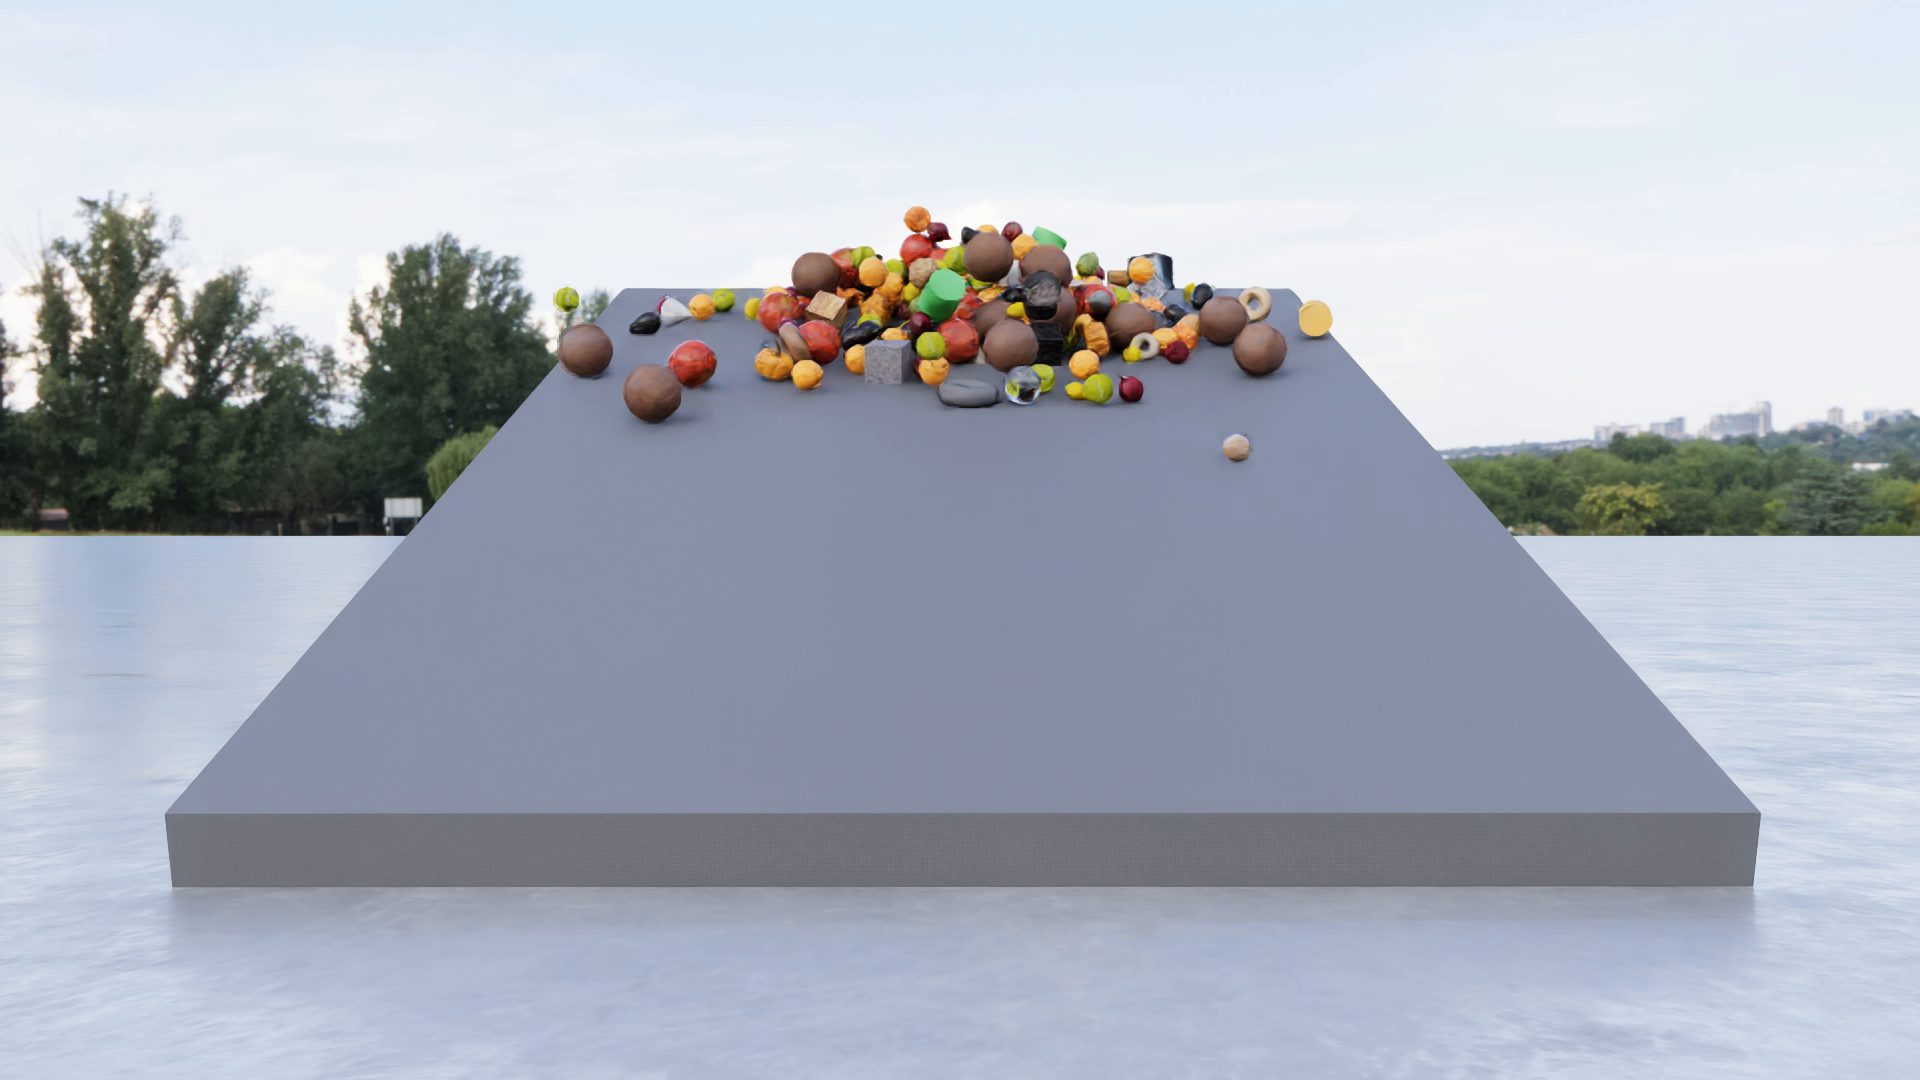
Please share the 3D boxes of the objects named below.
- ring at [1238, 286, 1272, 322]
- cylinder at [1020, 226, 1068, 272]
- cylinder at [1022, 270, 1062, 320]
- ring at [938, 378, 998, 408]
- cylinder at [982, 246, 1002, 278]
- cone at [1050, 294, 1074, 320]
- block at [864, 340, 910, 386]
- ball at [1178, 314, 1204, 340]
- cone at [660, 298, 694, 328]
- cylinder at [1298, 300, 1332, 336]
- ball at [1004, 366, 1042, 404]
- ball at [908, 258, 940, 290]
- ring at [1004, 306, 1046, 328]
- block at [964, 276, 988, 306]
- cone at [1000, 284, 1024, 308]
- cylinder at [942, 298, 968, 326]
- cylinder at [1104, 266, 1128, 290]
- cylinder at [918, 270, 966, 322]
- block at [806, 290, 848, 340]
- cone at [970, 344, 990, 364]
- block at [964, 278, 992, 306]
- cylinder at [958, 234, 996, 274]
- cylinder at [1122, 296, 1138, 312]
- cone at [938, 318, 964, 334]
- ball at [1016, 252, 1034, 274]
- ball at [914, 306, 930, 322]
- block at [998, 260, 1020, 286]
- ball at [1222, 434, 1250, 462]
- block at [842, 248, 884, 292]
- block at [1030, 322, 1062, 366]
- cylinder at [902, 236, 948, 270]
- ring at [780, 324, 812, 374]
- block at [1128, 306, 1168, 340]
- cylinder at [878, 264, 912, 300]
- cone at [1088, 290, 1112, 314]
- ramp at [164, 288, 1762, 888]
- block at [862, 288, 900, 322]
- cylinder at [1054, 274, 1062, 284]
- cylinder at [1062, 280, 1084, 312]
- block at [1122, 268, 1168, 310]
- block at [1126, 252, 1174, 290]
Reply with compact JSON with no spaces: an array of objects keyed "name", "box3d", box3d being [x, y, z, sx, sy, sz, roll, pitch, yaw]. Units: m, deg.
[{"name":"ring","box3d":[0.807,-0.644,6.034,0.100,0.100,0.033,0,5,36]},{"name":"cylinder","box3d":[0.229,-0.790,6.032,0.098,0.098,0.098,26,-2,1]},{"name":"cylinder","box3d":[0.200,-0.595,5.380,0.094,0.094,0.094,0,-15,1]},{"name":"ring","box3d":[0.019,-0.337,5.062,0.141,0.047,0.141,2,16,-1]},{"name":"cylinder","box3d":[0.079,-0.812,6.420,0.079,0.079,0.079,0,-6,15]},{"name":"cone","box3d":[0.278,-0.658,6.130,0.080,0.080,0.080,0,16,0]},{"name":"block","box3d":[-0.174,-0.427,5.297,0.091,0.091,0.091,4,16,13]},{"name":"ball","box3d":[0.608,-0.559,5.798,0.070,0.070,0.070,0,0,0]},{"name":"cone","box3d":[-0.689,-0.561,5.474,0.075,0.075,0.075,10,5,33]},{"name":"cylinder","box3d":[0.941,-0.589,5.845,0.087,0.087,0.087,0,13,7]},{"name":"ball","box3d":[0.143,-0.353,5.028,0.088,0.088,0.088,0,0,0]},{"name":"ball","box3d":[-0.093,-0.705,5.842,0.087,0.087,0.087,0,0,0]},{"name":"ring","box3d":[0.178,-0.610,6.014,0.122,0.041,0.122,8,19,-3]},{"name":"block","box3d":[0.042,-0.698,6.163,0.051,0.051,0.051,38,-9,18]},{"name":"cone","box3d":[0.180,-0.680,6.134,0.095,0.095,0.095,6,4,41]},{"name":"cylinder","box3d":[-0.018,-0.600,5.762,0.060,0.060,0.060,0,-30,-30]},{"name":"cylinder","box3d":[0.472,-0.781,6.599,0.058,0.058,0.058,-27,10,-20]},{"name":"cylinder","box3d":[-0.045,-0.609,5.497,0.095,0.095,0.095,0,-27,-20]},{"name":"block","box3d":[-0.350,-0.590,5.791,0.080,0.080,0.080,21,-35,15]},{"name":"cone","box3d":[0.048,-0.468,5.514,0.051,0.051,0.051,0,16,0]},{"name":"block","box3d":[0.050,-0.713,6.331,0.072,0.072,0.072,3,16,14]},{"name":"cylinder","box3d":[0.047,-0.812,6.273,0.081,0.081,0.081,-26,-30,-17]},{"name":"cylinder","box3d":[0.487,-0.679,6.217,0.052,0.052,0.052,16,-9,2]},{"name":"cone","box3d":[-0.008,-0.580,5.928,0.076,0.076,0.076,0,-11,36]},{"name":"ball","box3d":[0.185,-0.770,6.116,0.062,0.062,0.062,0,0,0]},{"name":"ball","box3d":[-0.098,-0.617,6.012,0.050,0.050,0.050,0,0,0]},{"name":"block","box3d":[0.131,-0.709,5.859,0.051,0.051,0.051,-3,29,10]},{"name":"ball","box3d":[0.568,-0.188,4.524,0.056,0.056,0.056,0,0,0]},{"name":"block","box3d":[-0.271,-0.747,6.134,0.089,0.089,0.089,12,-10,-10]},{"name":"block","box3d":[0.214,-0.488,5.492,0.076,0.076,0.076,0,40,-2]},{"name":"cylinder","box3d":[-0.099,-0.807,6.352,0.093,0.093,0.093,35,19,-14]},{"name":"ring","box3d":[-0.400,-0.467,5.370,0.044,0.131,0.131,-25,5,-10]},{"name":"block","box3d":[0.495,-0.568,5.801,0.066,0.066,0.066,20,9,-19]},{"name":"cylinder","box3d":[-0.202,-0.730,6.328,0.095,0.095,0.095,-25,13,-30]},{"name":"cone","box3d":[0.350,-0.607,5.613,0.059,0.059,0.059,0,3,16]},{"name":"ramp","box3d":[-0.002,-0.158,4.699,2.000,0.100,4.000,0,16,0]},{"name":"block","box3d":[-0.218,-0.648,6.083,0.067,0.067,0.067,10,37,32]},{"name":"cylinder","box3d":[0.240,-0.692,6.183,0.085,0.085,0.085,5,44,-5]},{"name":"cylinder","box3d":[0.314,-0.690,6.236,0.077,0.077,0.077,0,19,0]},{"name":"block","box3d":[0.516,-0.691,6.135,0.083,0.083,0.083,-42,-1,-4]},{"name":"block","box3d":[0.541,-0.755,6.256,0.094,0.094,0.094,-7,-6,34]}]
